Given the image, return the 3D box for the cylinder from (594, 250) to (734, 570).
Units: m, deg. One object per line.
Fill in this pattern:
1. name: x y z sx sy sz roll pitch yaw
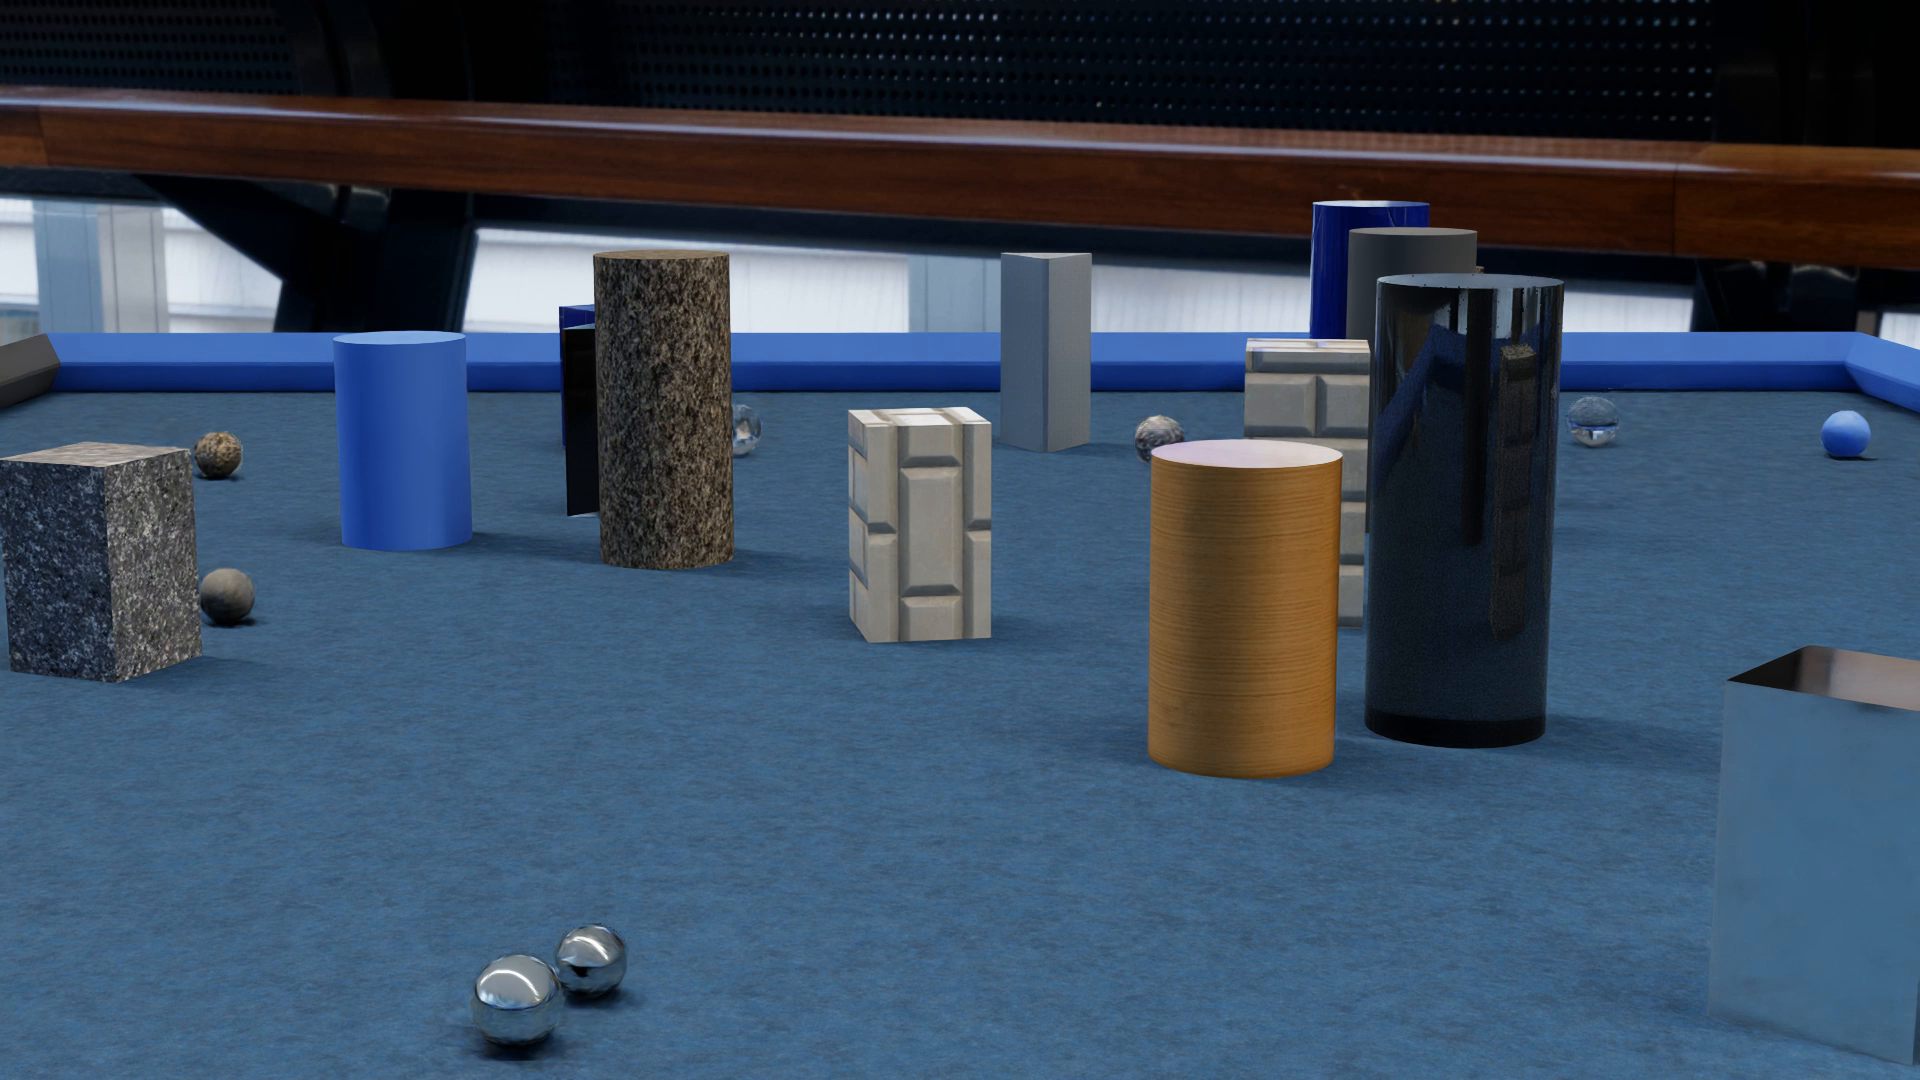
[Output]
1. cylinder: -0.439 -0.197 3.813 0.200 0.453 0.200 0 10 0

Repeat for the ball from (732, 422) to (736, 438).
1. ball: -0.465 -0.217 5.022 0.052 0.052 0.052 0 10 0

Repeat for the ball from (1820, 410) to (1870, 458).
1. ball: 1.667 -0.200 4.827 0.089 0.089 0.089 0 10 0

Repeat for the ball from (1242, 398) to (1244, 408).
1. ball: 0.621 -0.287 5.381 0.058 0.058 0.058 0 10 0

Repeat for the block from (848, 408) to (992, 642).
1. block: -0.054 -0.022 3.346 0.160 0.279 0.160 -2 11 -11

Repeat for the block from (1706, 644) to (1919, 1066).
1. block: 0.692 0.236 1.977 0.160 0.268 0.160 9 14 40

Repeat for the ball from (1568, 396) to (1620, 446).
1. ball: 1.227 -0.231 4.971 0.098 0.098 0.098 0 10 0

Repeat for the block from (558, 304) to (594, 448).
1. block: -0.654 -0.309 4.912 0.160 0.274 0.160 -8 13 -38

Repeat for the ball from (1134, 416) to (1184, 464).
1. ball: 0.368 -0.183 4.728 0.092 0.092 0.092 0 10 0

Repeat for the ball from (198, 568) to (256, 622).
1. ball: -0.970 0.073 3.395 0.073 0.073 0.073 0 10 0

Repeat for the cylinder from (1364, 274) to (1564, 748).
1. cylinder: 0.553 -0.037 2.825 0.200 0.497 0.200 0 10 0

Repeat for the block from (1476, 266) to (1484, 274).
1. block: 0.891 -0.356 4.960 0.160 0.347 0.160 -7 13 -34

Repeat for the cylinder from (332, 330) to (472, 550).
1. cylinder: -0.861 -0.156 3.971 0.200 0.315 0.200 0 10 0

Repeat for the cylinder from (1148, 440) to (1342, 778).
1. cylinder: 0.301 0.069 2.722 0.200 0.326 0.200 0 10 0

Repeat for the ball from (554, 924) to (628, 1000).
1. ball: -0.292 0.334 2.028 0.058 0.058 0.058 0 10 0

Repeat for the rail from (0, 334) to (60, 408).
1. rail: -2.032 0.035 3.437 0.045 0.130 4.836 0 10 0

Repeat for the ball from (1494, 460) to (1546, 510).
1. ball: 0.931 -0.092 4.263 0.083 0.083 0.083 0 10 0

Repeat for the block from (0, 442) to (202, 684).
1. block: -1.052 0.024 3.144 0.160 0.261 0.160 4 11 22

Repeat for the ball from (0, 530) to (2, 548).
1. ball: -1.435 -0.027 3.899 0.087 0.087 0.087 0 10 0

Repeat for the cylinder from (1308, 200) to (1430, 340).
1. cylinder: 0.702 -0.332 4.430 0.200 0.494 0.200 0 10 0

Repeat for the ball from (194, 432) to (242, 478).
1. ball: -1.329 -0.153 4.592 0.082 0.082 0.082 0 10 0

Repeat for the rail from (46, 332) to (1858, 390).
1. rail: -0.014 -0.402 5.803 4.111 0.130 0.045 0 10 0

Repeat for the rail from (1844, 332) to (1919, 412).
1. rail: 2.032 0.031 3.460 0.045 0.130 4.836 0 10 0

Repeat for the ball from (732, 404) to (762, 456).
1. ball: -0.424 -0.209 4.854 0.097 0.097 0.097 0 10 0

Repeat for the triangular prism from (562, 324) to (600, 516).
1. triangular prism: -0.564 -0.205 4.254 0.173 0.308 0.150 -1 11 -7

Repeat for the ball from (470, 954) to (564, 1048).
1. ball: -0.332 0.346 1.925 0.071 0.071 0.071 0 10 0

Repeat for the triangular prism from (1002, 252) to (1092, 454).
1. triangular prism: 0.144 -0.367 4.962 0.150 0.369 0.173 7 12 32

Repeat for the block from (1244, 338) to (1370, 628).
1. block: 0.459 -0.079 3.420 0.160 0.362 0.160 1 11 7

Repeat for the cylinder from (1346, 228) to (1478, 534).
1. cylinder: 0.713 -0.255 4.079 0.200 0.470 0.200 0 10 0
